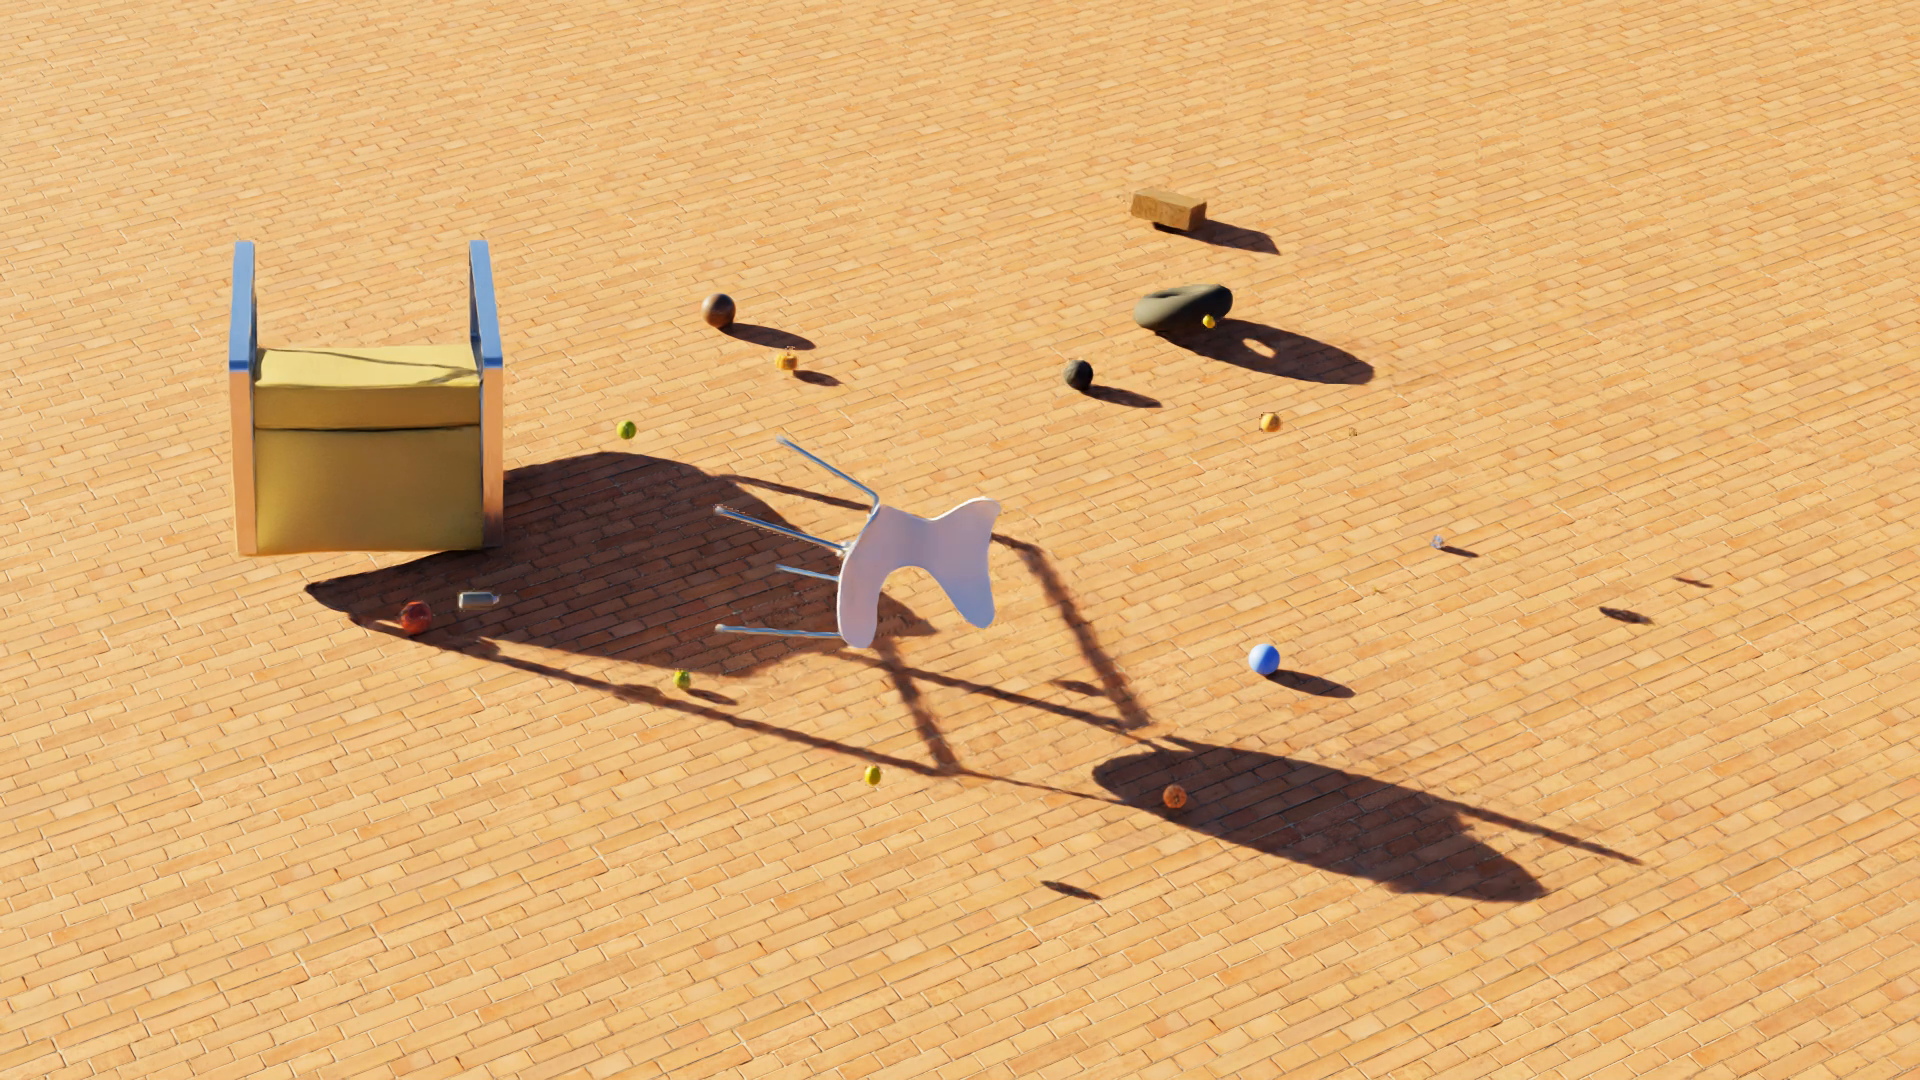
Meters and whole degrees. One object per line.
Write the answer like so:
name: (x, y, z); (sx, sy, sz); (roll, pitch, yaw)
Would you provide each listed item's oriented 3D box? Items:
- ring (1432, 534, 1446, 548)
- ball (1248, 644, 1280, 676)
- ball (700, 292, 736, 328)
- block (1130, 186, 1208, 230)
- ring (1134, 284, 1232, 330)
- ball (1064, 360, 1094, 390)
ring: (1.777, 0.005, 10.891); (0.049, 0.055, 0.039); (41, 53, 7)
ball: (1.061, 0.416, 10.214); (0.109, 0.109, 0.109); (0, 33, 0)
ball: (-1.010, -0.962, 12.270); (0.149, 0.149, 0.149); (0, 33, 0)
block: (0.930, -1.475, 13.054); (0.284, 0.104, 0.175); (18, 24, 25)
ring: (0.929, -0.972, 12.211); (0.431, 0.132, 0.391); (-3, 14, 38)
ball: (0.479, -0.669, 11.851); (0.120, 0.120, 0.120); (0, 33, 0)
